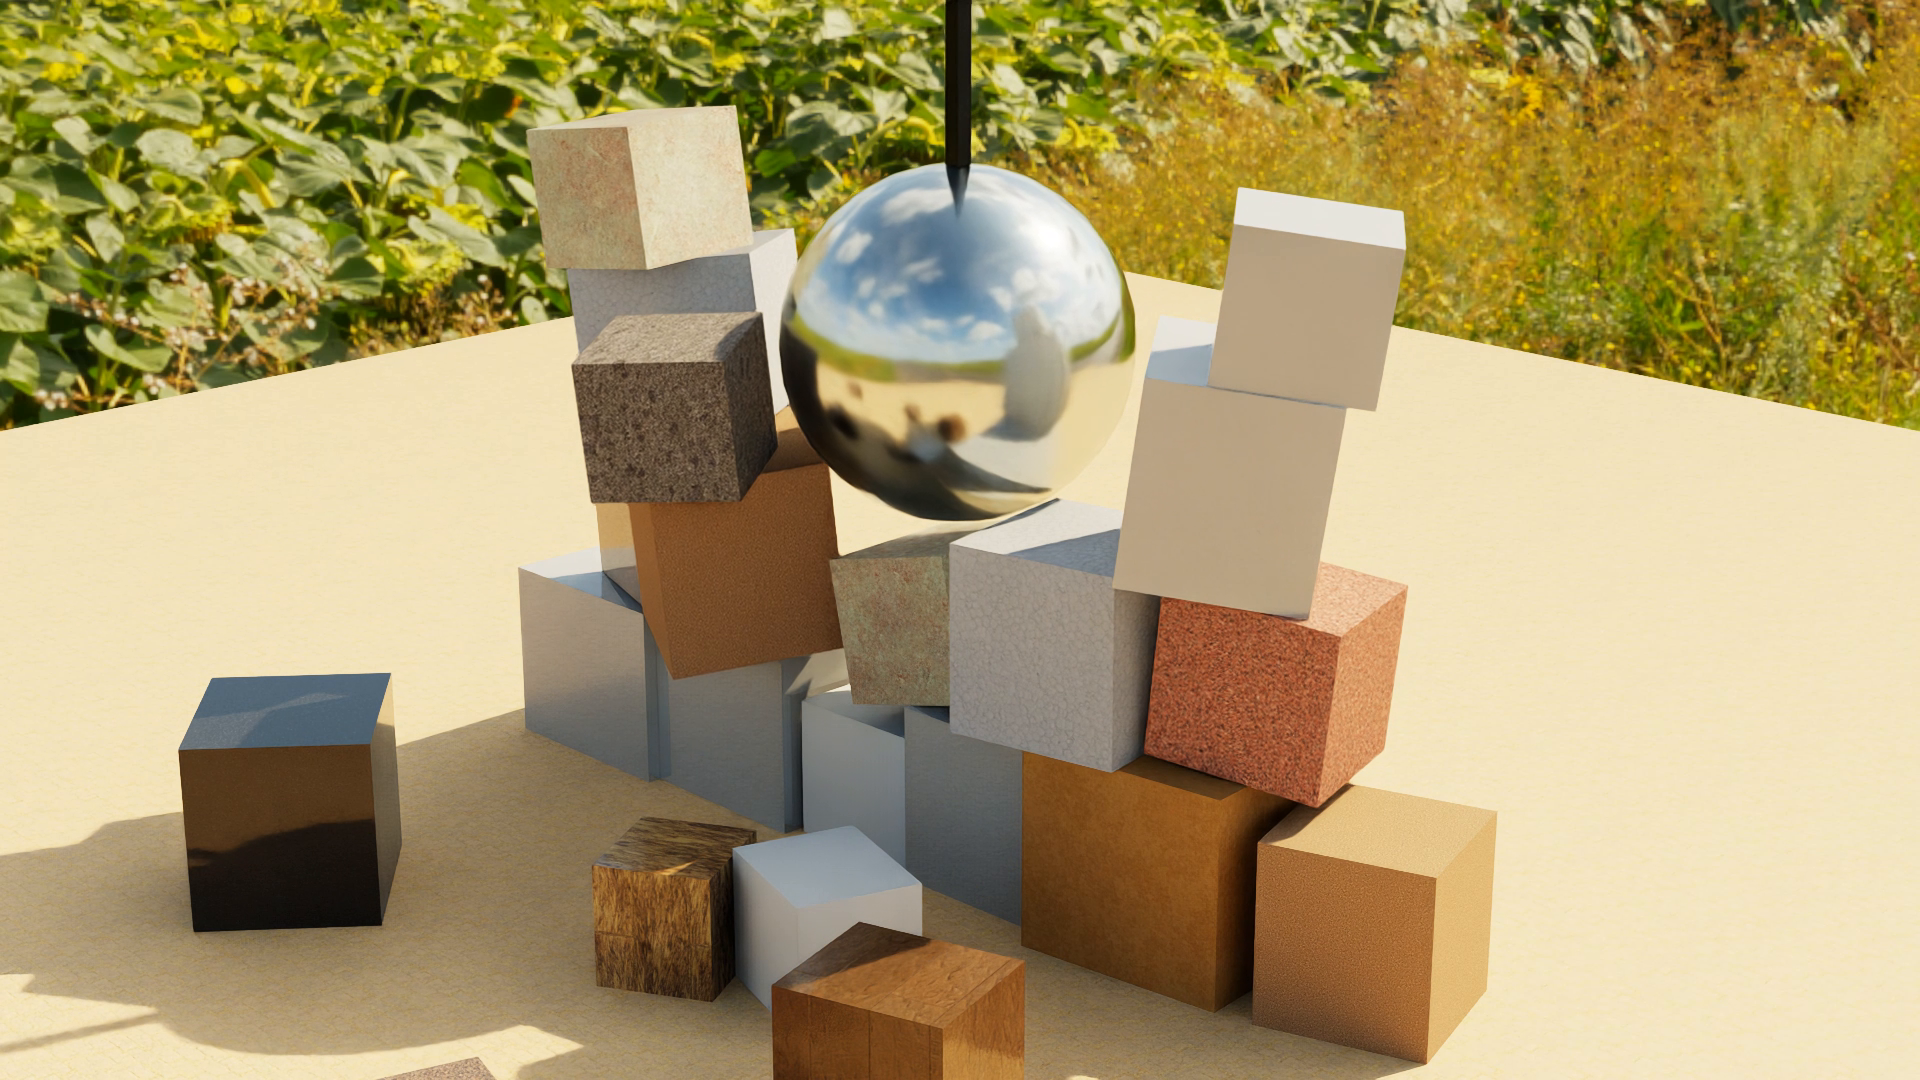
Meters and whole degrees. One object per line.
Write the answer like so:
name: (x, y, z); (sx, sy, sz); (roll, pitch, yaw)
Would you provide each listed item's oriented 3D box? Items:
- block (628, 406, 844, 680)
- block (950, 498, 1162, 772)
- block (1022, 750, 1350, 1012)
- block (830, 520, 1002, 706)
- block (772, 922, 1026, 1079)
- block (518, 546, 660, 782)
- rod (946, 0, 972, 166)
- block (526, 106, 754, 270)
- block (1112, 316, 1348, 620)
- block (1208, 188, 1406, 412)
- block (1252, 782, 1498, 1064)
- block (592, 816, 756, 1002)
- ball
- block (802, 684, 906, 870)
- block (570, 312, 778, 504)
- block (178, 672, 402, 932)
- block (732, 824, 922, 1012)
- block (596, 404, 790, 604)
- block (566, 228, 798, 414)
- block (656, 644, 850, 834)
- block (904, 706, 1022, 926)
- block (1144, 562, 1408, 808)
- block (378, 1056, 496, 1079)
block: (-1.058, 0.002, 13.674); (0.828, 0.916, 0.834); (-10, 23, -12)
block: (0.526, 0.388, 12.537); (0.819, 0.848, 0.816); (12, 21, 33)
block: (0.972, 1.293, 12.651); (1.017, 0.947, 0.987); (14, 22, 37)
block: (-0.023, 0.327, 13.451); (0.688, 0.679, 0.814); (-2, 11, 42)
block: (-0.223, 1.948, 10.908); (0.717, 0.742, 0.627); (9, 20, 27)
block: (-1.498, 0.554, 15.112); (1.110, 0.881, 1.034); (-16, 24, -41)
rod: (-0.004, -4.122, 12.042); (0.080, 5.200, 0.080); (17, 24, 42)
block: (-1.503, -1.661, 13.805); (0.717, 0.654, 0.681); (6, 18, 42)
block: (1.112, -0.306, 11.943); (0.795, 0.901, 0.825); (9, 22, 5)
block: (1.360, -0.950, 11.520); (0.659, 0.661, 0.545); (9, 22, 4)
block: (1.706, 1.552, 12.052); (0.751, 0.811, 0.758); (9, 20, 26)
block: (-1.202, 1.561, 12.456); (0.524, 0.553, 0.549); (5, 18, 16)
ball: (-0.010, -0.877, 13.056); (1.600, 1.600, 1.600); (0, 17, 0)
block: (-0.203, 1.060, 13.861); (0.803, 0.667, 0.723); (-17, 24, -42)
block: (-1.263, -0.595, 13.102); (0.690, 0.650, 0.674); (0, 23, 12)
block: (-2.994, 1.166, 13.202); (0.816, 0.858, 0.905); (-1, 18, -4)
block: (-0.554, 1.624, 12.197); (0.554, 0.587, 0.680); (-8, 19, -25)
block: (-1.285, -0.245, 14.560); (0.879, 0.880, 0.852); (-9, 15, -20)
block: (-1.285, -1.020, 14.126); (0.898, 0.781, 0.796); (-4, 14, 13)
block: (-0.841, 0.752, 14.384); (0.881, 0.941, 0.954); (-16, 23, -41)
block: (0.335, 1.134, 13.344); (0.906, 0.836, 0.748); (-17, 24, -42)
block: (1.312, 0.538, 12.173); (0.789, 0.755, 0.706); (16, 24, 26)
block: (-1.873, 2.243, 10.215); (0.615, 0.595, 0.529); (-9, 20, -26)
